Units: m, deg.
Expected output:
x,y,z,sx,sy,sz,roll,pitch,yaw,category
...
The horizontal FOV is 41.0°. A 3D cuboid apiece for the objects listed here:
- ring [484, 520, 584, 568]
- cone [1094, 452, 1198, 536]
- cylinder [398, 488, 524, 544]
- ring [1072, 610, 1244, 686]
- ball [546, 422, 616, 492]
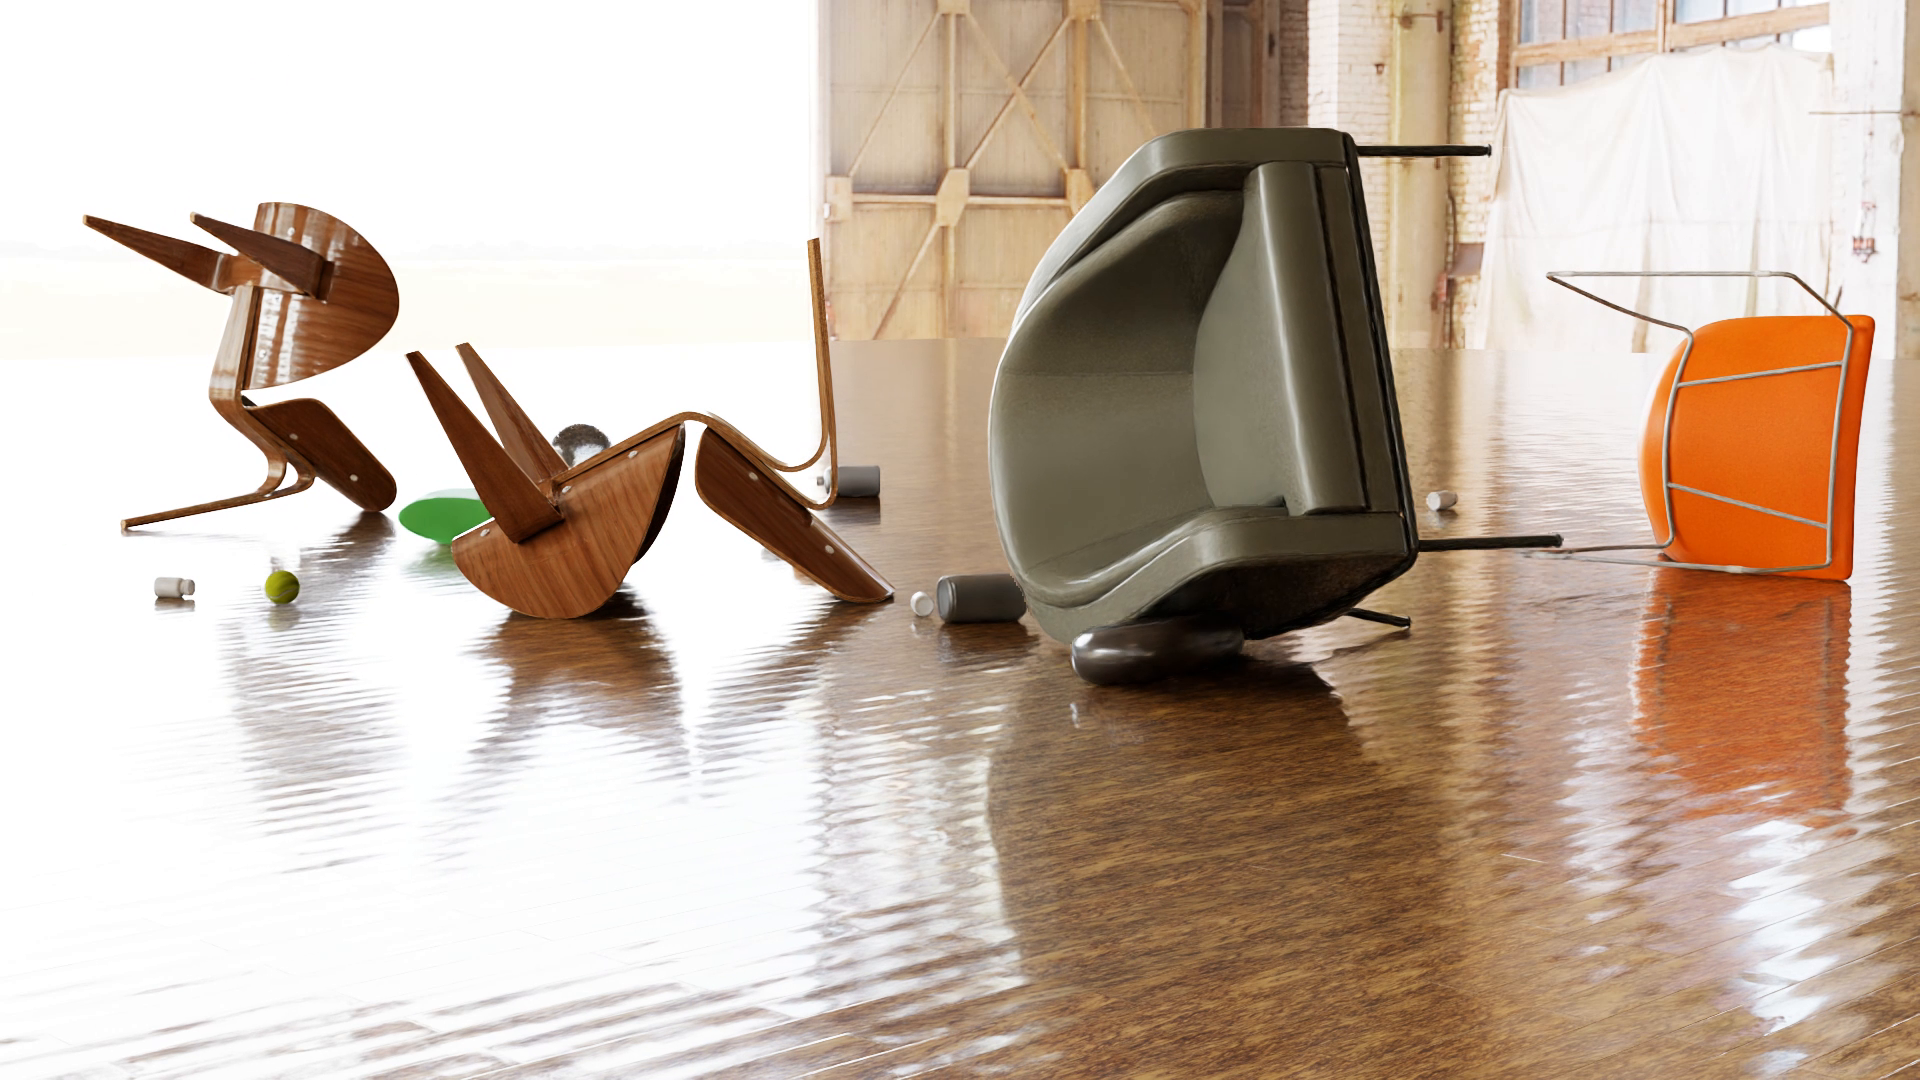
x,y,z,sx,sy,sz,roll,pitch,yaw,category
-0.982,0.010,5.903,0.171,0.087,0.374,-2,7,-35,ring
0.486,-0.075,6.632,0.266,0.246,0.188,8,-26,12,cone
-1.250,-0.062,6.448,0.285,0.115,0.281,4,6,-5,cylinder
0.322,0.174,4.163,0.268,0.091,0.306,-8,0,43,ring
-1.161,-0.254,7.854,0.209,0.209,0.209,0,6,0,ball
